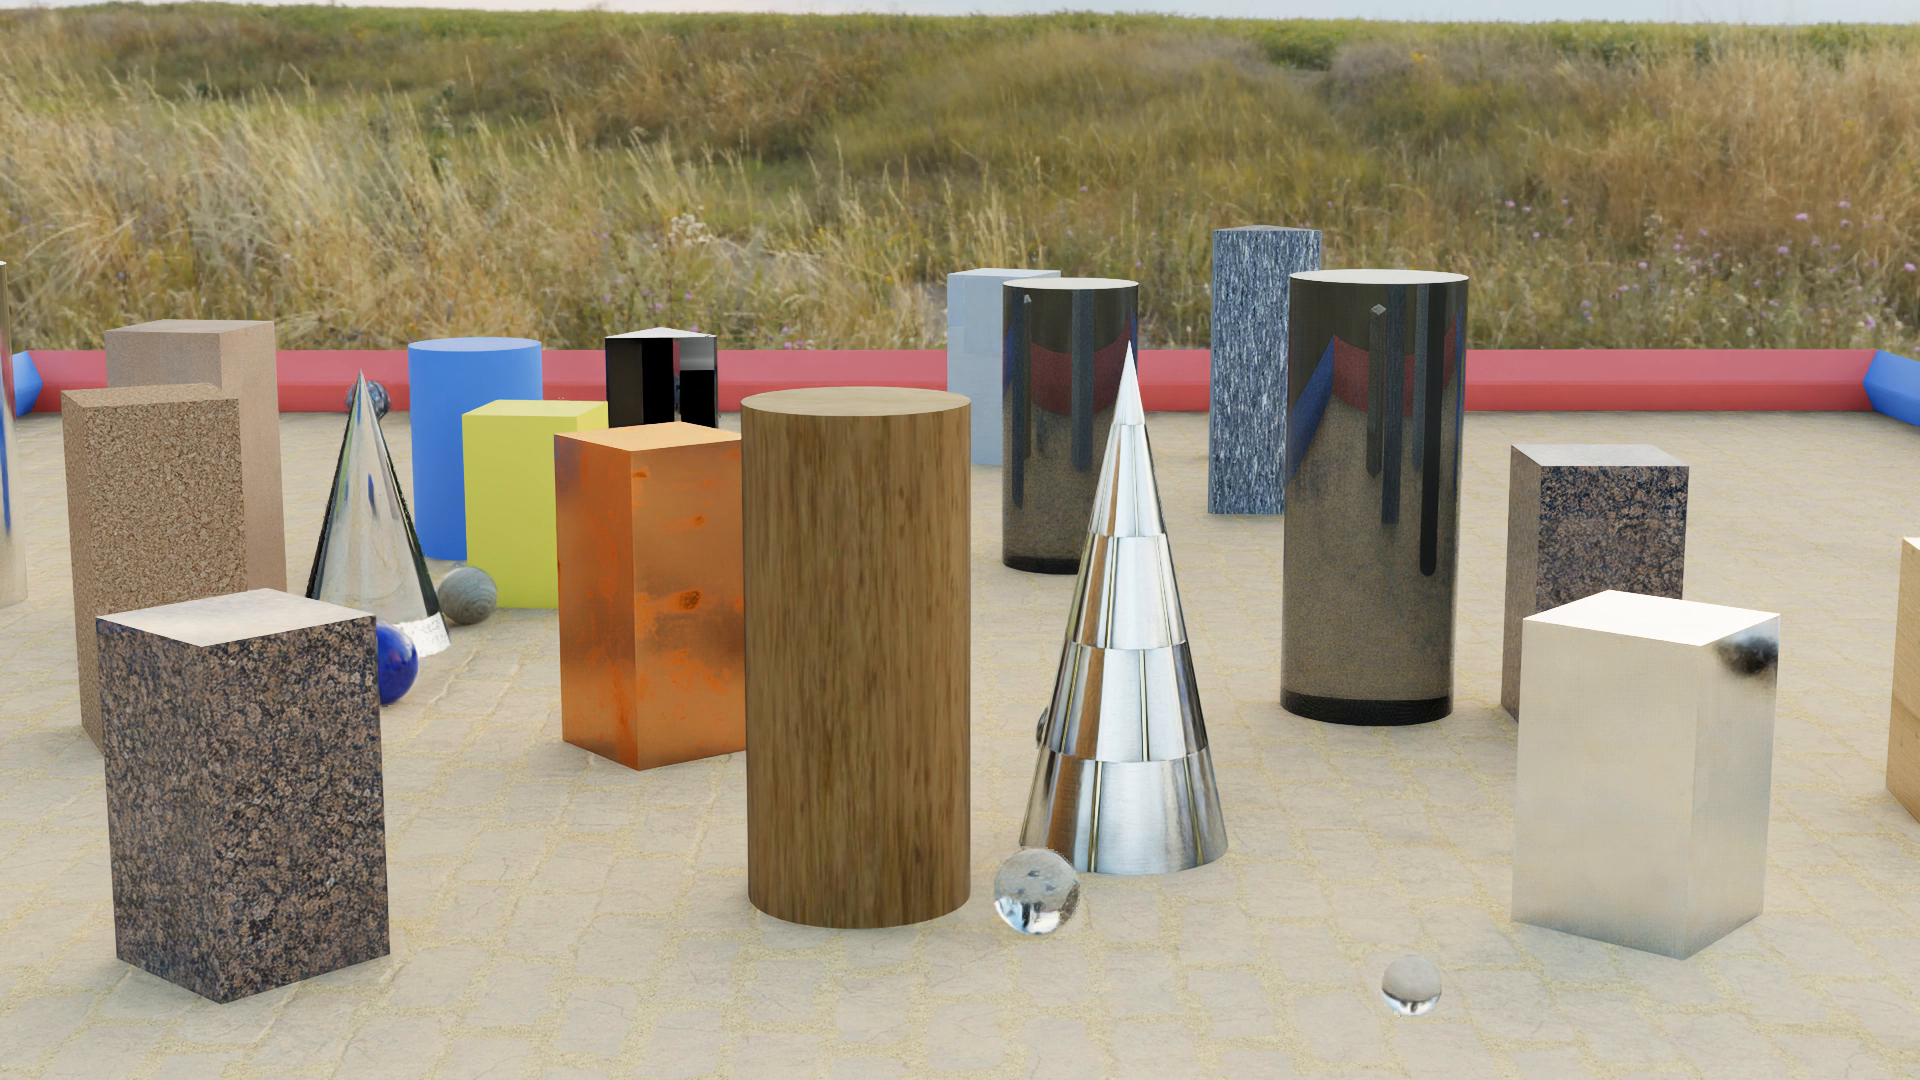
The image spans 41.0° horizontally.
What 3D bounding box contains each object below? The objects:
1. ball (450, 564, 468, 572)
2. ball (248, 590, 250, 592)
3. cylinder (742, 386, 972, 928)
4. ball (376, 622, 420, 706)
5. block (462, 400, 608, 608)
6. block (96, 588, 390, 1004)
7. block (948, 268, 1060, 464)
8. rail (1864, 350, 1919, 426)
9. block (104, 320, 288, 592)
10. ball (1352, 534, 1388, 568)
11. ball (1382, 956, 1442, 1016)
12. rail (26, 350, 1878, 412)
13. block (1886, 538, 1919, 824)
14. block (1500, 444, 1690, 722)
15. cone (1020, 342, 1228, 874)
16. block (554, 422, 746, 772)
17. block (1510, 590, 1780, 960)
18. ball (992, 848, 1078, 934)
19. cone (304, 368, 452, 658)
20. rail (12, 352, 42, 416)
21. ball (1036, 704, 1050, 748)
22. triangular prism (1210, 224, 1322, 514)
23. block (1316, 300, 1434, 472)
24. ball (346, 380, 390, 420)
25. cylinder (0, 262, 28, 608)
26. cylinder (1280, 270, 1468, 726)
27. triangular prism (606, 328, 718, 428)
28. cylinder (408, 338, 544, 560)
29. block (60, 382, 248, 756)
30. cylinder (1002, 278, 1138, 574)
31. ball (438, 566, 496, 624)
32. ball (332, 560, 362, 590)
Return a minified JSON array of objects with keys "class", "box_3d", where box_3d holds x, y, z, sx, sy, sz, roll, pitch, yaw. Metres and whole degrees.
[{"class":"ball","box_3d":[-0.693,0.054,3.579,0.042,0.042,0.042,0,10,0]},{"class":"ball","box_3d":[-0.911,0.101,3.171,0.098,0.098,0.098,0,10,0]},{"class":"cylinder","box_3d":[-0.089,0.097,2.249,0.198,0.442,0.198,0,10,0]},{"class":"ball","box_3d":[-0.672,0.142,2.954,0.096,0.096,0.096,0,10,0]},{"class":"block","box_3d":[-0.581,-0.051,3.542,0.159,0.263,0.159,1,11,7]},{"class":"block","box_3d":[-0.585,0.203,2.099,0.159,0.288,0.159,9,14,42]},{"class":"block","box_3d":[0.082,-0.325,4.788,0.159,0.348,0.159,5,12,25]},{"class":"rail","box_3d":[1.945,0.031,3.460,0.045,0.129,4.100,0,10,0]},{"class":"block","box_3d":[-1.006,-0.088,3.392,0.159,0.390,0.159,2,11,10]},{"class":"ball","box_3d":[0.601,0.016,3.762,0.051,0.051,0.051,0,10,0]},{"class":"ball","box_3d":[0.351,0.346,1.990,0.047,0.047,0.047,0,10,0]},{"class":"rail","box_3d":[-0.012,-0.336,5.441,3.937,0.129,0.045,0,10,0]},{"class":"block","box_3d":[1.018,0.141,2.516,0.159,0.259,0.159,1,11,6]},{"class":"block","box_3d":[0.705,0.055,2.862,0.159,0.302,0.159,0,10,0]},{"class":"cone","box_3d":[0.155,0.052,2.392,0.198,0.478,0.198,0,10,0]},{"class":"block","box_3d":[-0.323,0.055,2.760,0.159,0.338,0.159,-8,13,-37]},{"class":"block","box_3d":[0.587,0.196,2.199,0.159,0.266,0.159,9,14,40]},{"class":"ball","box_3d":[0.064,0.298,2.176,0.073,0.073,0.073,0,10,0]},{"class":"cone","box_3d":[-0.747,-0.041,3.231,0.198,0.355,0.198,0,10,0]},{"class":"rail","box_3d":[-1.945,0.035,3.438,0.045,0.129,4.100,0,10,0]},{"class":"ball","box_3d":[0.121,0.202,2.670,0.083,0.083,0.083,0,10,0]},{"class":"triangular prism","box_3d":[0.499,-0.285,4.252,0.172,0.464,0.149,0,10,2]},{"class":"block","box_3d":[0.756,-0.287,4.732,0.159,0.293,0.159,-7,13,-34]},{"class":"ball","box_3d":[-1.220,-0.286,5.292,0.088,0.088,0.088,0,10,0]},{"class":"cylinder","box_3d":[-1.388,-0.143,3.492,0.198,0.462,0.198,0,10,0]},{"class":"cylinder","box_3d":[0.469,-0.053,2.915,0.198,0.493,0.198,0,10,0]},{"class":"triangular prism","box_3d":[-0.479,-0.182,4.133,0.172,0.306,0.149,-1,11,-7]},{"class":"cylinder","box_3d":[-0.730,-0.141,3.889,0.198,0.313,0.198,0,10,0]},{"class":"block","box_3d":[-0.875,0.028,2.801,0.159,0.376,0.159,-5,12,-27]},{"class":"cylinder","box_3d":[0.161,-0.171,3.775,0.198,0.413,0.198,0,10,0]},{"class":"ball","box_3d":[-0.650,0.073,3.382,0.077,0.077,0.077,0,10,0]},{"class":"ball","box_3d":[-0.861,0.050,3.605,0.041,0.041,0.041,0,10,0]}]
